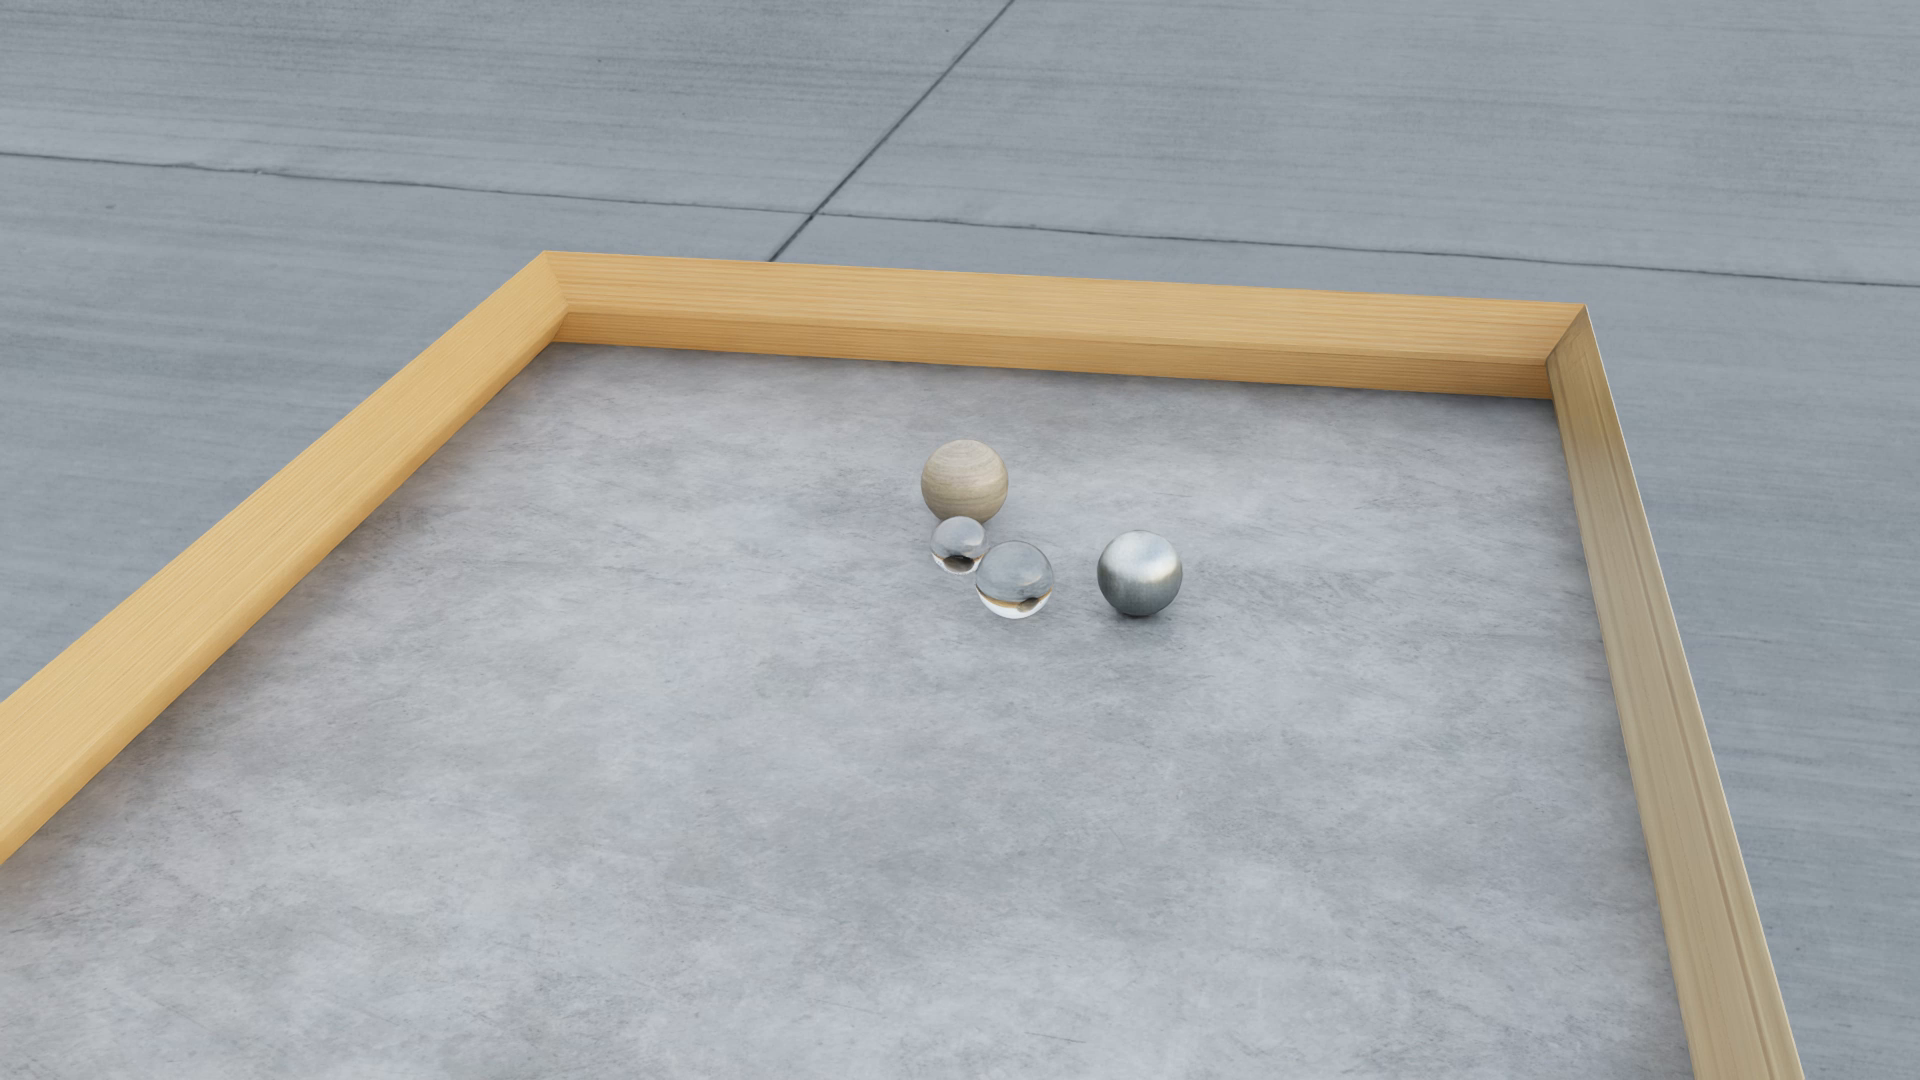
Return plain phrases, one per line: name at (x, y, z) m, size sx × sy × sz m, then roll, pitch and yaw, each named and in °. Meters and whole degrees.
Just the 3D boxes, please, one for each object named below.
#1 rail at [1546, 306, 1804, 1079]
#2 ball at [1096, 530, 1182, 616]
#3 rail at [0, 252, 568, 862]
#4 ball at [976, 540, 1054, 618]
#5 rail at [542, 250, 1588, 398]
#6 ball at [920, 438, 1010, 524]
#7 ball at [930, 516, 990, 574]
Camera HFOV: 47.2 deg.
rail at (0.524, 0.280, 1.560) m, size 0.045 × 0.123 × 2.552 m, roll 4°, pitch 24°, yaw 9°
ball at (0.177, 0.032, 2.164) m, size 0.085 × 0.085 × 0.085 m, roll 0°, pitch 24°, yaw 0°
rail at (-0.741, 0.191, 1.759) m, size 0.045 × 0.123 × 2.552 m, roll 4°, pitch 24°, yaw 9°
ball at (0.054, 0.039, 2.159) m, size 0.077 × 0.077 × 0.077 m, roll 0°, pitch 24°, yaw 0°
rail at (0.104, -0.268, 2.786) m, size 1.330 × 0.123 × 0.045 m, roll 4°, pitch 24°, yaw 9°
ball at (0.005, -0.061, 2.361) m, size 0.095 × 0.095 × 0.095 m, roll 0°, pitch 24°, yaw 0°
ball at (0.000, 0.005, 2.254) m, size 0.061 × 0.061 × 0.061 m, roll 0°, pitch 24°, yaw 0°
